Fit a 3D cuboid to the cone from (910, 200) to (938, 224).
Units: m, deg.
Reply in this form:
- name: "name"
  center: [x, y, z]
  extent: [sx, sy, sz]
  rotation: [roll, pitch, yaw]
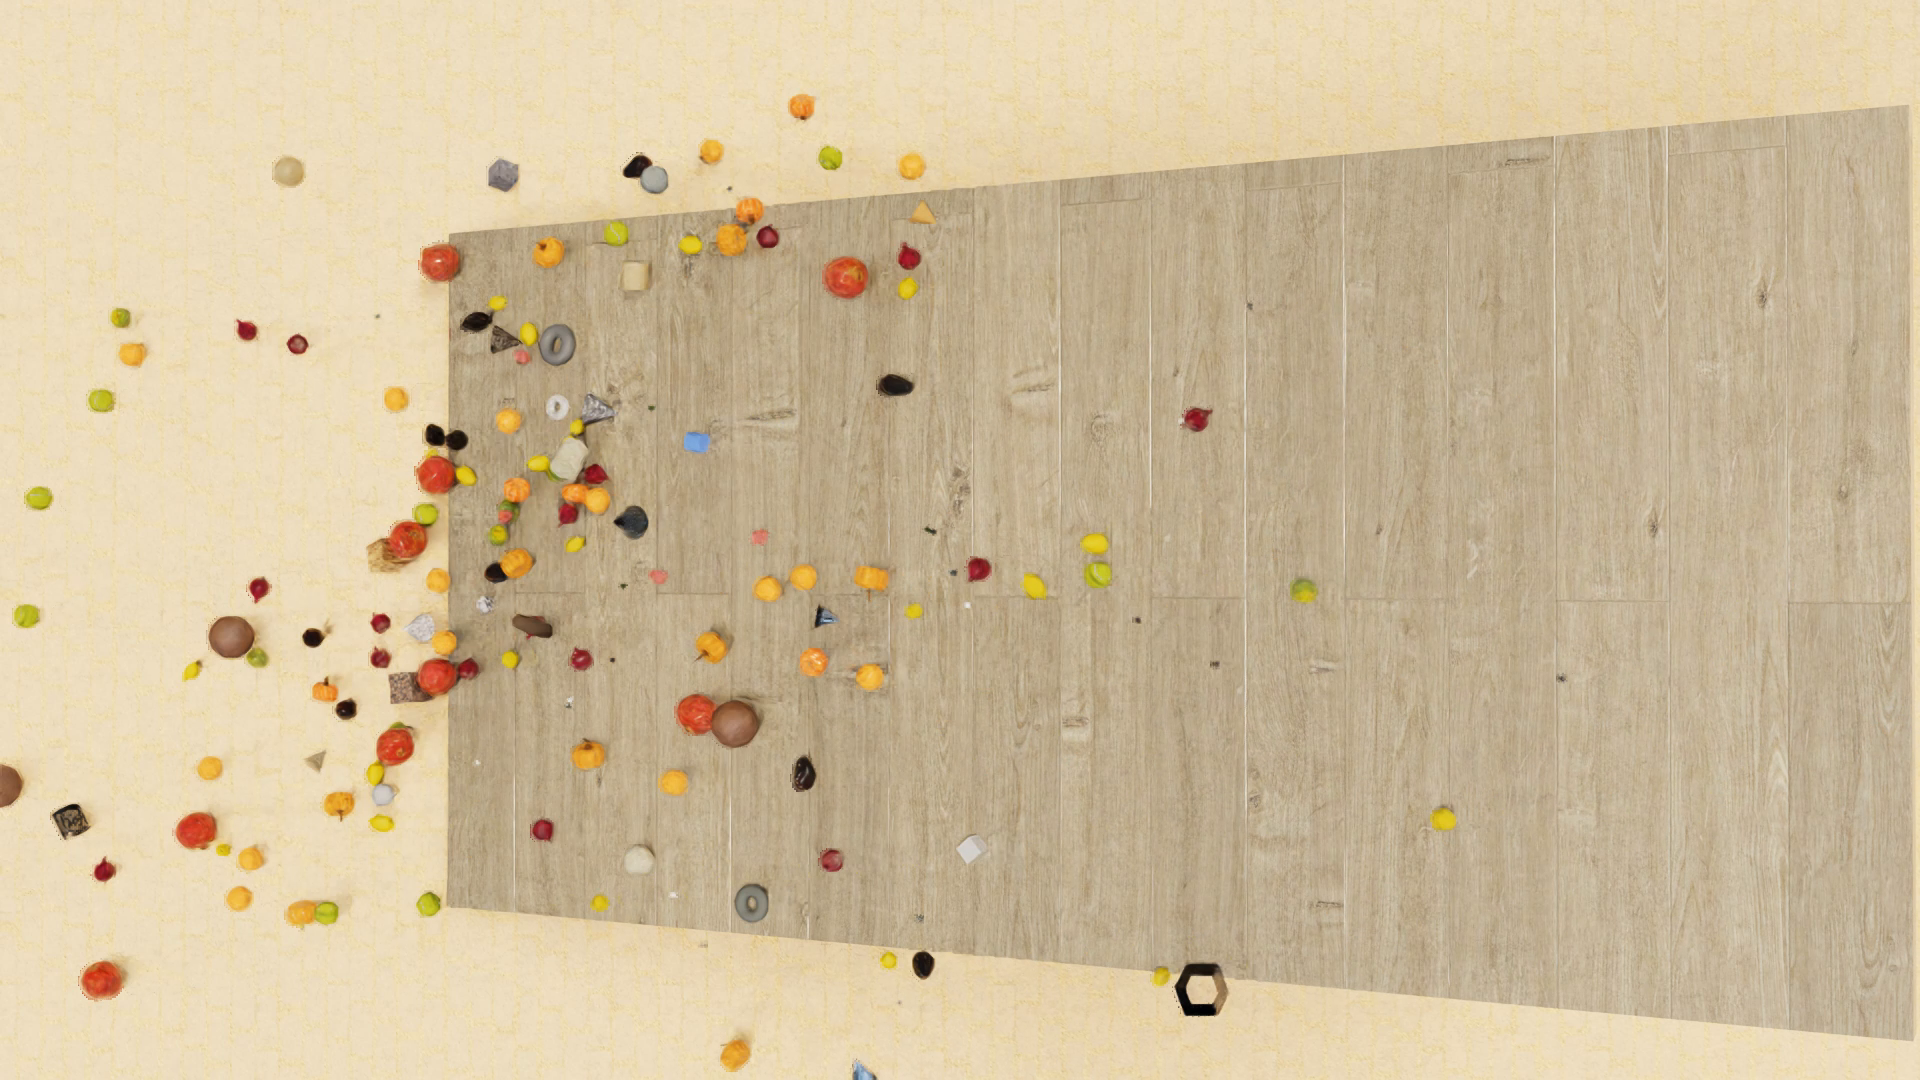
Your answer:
- name: "cone"
  center: [-0.087, -0.848, 5.784]
  extent: [0.069, 0.069, 0.069]
  rotation: [32, 89, -4]

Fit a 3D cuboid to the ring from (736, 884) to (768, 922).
- name: "ring"
  center: [-0.569, 0.993, 6.013]
  extent: [0.104, 0.035, 0.104]
  rotation: [0, 89, 26]

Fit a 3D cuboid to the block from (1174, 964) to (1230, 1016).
- name: "block"
  center: [0.593, 1.102, 5.388]
  extent: [0.089, 0.089, 0.089]
  rotation: [-7, 115, 30]

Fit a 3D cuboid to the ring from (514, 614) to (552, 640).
- name: "ring"
  center: [-1.216, 0.246, 6.259]
  extent: [0.120, 0.120, 0.040]
  rotation: [26, 98, 0]

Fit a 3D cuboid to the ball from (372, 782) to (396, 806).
- name: "ball"
  center: [-1.726, 0.762, 6.581]
  extent: [0.070, 0.070, 0.070]
  rotation: [0, 89, 0]

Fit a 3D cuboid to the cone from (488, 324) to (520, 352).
- name: "cone"
  center: [-1.317, -0.579, 6.415]
  extent: [0.084, 0.084, 0.084]
  rotation: [16, 89, 15]

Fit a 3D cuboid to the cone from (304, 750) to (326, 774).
- name: "cone"
  center: [-1.925, 0.654, 6.603]
  extent: [0.065, 0.065, 0.065]
  rotation: [38, 63, 0]

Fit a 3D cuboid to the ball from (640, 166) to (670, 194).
- name: "ball"
  center: [-0.863, -1.017, 6.213]
  extent: [0.082, 0.082, 0.082]
  rotation: [0, 89, 0]

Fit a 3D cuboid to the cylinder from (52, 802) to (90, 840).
- name: "cylinder"
  center: [-2.651, 0.838, 6.557]
  extent: [0.078, 0.078, 0.078]
  rotation: [-32, 78, 0]

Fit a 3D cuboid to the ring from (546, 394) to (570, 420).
- name: "ring"
  center: [-1.159, -0.381, 6.338]
  extent: [0.077, 0.026, 0.077]
  rotation: [-1, 88, 27]

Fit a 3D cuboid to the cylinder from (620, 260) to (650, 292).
- name: "cylinder"
  center: [-0.910, -0.741, 6.162]
  extent: [0.076, 0.076, 0.076]
  rotation: [6, 103, 0]

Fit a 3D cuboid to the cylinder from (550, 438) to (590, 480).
- name: "cylinder"
  center: [-1.098, -0.227, 6.192]
  extent: [0.084, 0.084, 0.084]
  rotation: [24, 53, 0]

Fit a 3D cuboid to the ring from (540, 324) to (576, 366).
- name: "ring"
  center: [-1.159, -0.563, 6.331]
  extent: [0.123, 0.041, 0.123]
  rotation: [-3, 85, 29]

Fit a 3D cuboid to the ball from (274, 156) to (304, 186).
- name: "ball"
  center: [-2.011, -1.105, 6.592]
  extent: [0.088, 0.088, 0.088]
  rotation: [0, 89, 0]

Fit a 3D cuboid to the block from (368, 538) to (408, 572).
- name: "block"
  center: [-1.708, 0.046, 6.559]
  extent: [0.080, 0.080, 0.080]
  rotation: [-24, 71, 41]

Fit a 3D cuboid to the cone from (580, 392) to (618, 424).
- name: "cone"
  center: [-1.016, -0.365, 6.253]
  extent: [0.097, 0.097, 0.097]
  rotation: [14, 89, 8]

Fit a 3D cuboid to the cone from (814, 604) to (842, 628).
- name: "cone"
  center: [-0.352, 0.211, 5.911]
  extent: [0.067, 0.067, 0.067]
  rotation: [11, 89, 0]

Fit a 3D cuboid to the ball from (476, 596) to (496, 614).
- name: "ball"
  center: [-1.387, 0.188, 6.433]
  extent: [0.054, 0.054, 0.054]
  rotation: [0, 89, 0]

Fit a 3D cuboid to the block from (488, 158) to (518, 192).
- name: "block"
  center: [-1.367, -1.091, 6.580]
  extent: [0.063, 0.063, 0.063]
  rotation: [16, 60, -35]

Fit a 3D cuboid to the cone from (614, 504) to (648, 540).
- name: "cone"
  center: [-0.947, -0.050, 6.182]
  extent: [0.100, 0.100, 0.100]
  rotation: [0, 89, 27]

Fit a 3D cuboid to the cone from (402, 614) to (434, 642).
- name: "cone"
  center: [-1.626, 0.264, 6.542]
  extent: [0.087, 0.087, 0.087]
  rotation: [0, 89, 30]

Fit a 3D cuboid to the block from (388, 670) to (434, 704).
- name: "block"
  center: [-1.632, 0.439, 6.543]
  extent: [0.089, 0.089, 0.089]
  rotation: [-7, 86, 30]

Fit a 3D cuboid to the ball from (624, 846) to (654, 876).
- name: "ball"
  center: [-0.899, 0.899, 6.155]
  extent: [0.087, 0.087, 0.087]
  rotation: [0, 89, 0]

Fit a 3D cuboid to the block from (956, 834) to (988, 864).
- name: "block"
  center: [0.033, 0.801, 5.693]
  extent: [0.051, 0.051, 0.051]
  rotation: [-45, 71, 20]

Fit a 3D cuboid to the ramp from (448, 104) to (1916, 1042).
- name: "ramp"
  center: [0.278, 0.078, 5.659]
  extent: [4.000, 0.100, 2.000]
  rotation: [0, 89, 27]
